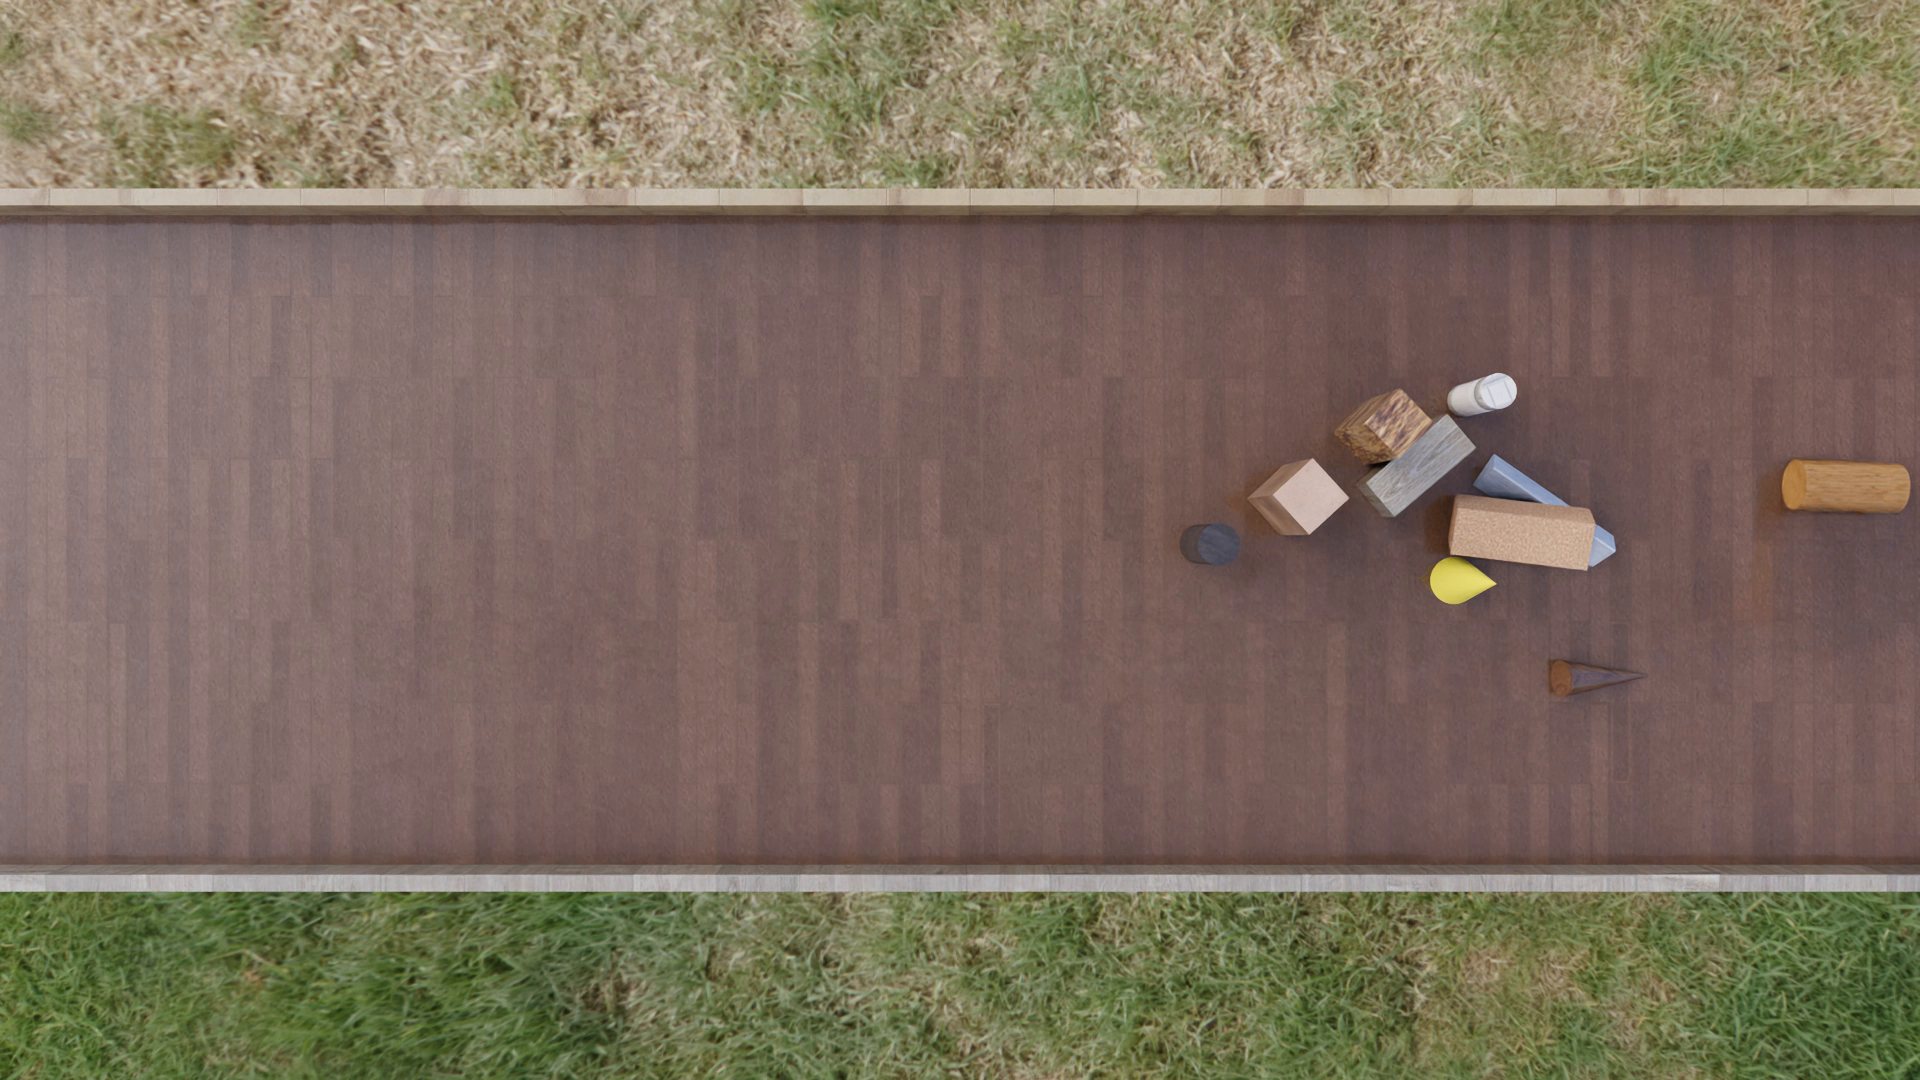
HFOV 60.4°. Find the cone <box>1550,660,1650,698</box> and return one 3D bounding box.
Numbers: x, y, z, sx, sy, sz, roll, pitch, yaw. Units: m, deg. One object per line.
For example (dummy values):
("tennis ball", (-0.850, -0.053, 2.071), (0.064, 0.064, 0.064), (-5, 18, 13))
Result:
("cone", (1.978, 0.420, 5.048), (0.303, 0.114, 0.114), (-1, 90, -11))

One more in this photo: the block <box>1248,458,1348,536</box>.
("block", (0.991, -0.123, 4.866), (0.153, 0.422, 0.153), (-42, 90, 0))

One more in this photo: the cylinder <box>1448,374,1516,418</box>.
("cylinder", (1.550, -0.429, 4.911), (0.102, 0.332, 0.102), (0, 90, 0))

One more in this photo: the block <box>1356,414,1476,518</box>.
("block", (1.382, -0.223, 5.009), (0.320, 0.134, 0.134), (-40, 90, 0))

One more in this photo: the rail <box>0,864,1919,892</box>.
("rail", (-2.247, 1.025, 5.001), (12.000, 0.150, 0.050), (0, 90, 0))

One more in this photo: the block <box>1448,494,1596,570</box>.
("block", (1.680, -0.026, 4.947), (0.390, 0.146, 0.146), (7, 110, 11))

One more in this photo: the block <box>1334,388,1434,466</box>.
("block", (1.247, -0.330, 4.874), (0.141, 0.405, 0.141), (-44, 90, 0))

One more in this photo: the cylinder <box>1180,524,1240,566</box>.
("cylinder", (0.736, 0.013, 4.881), (0.120, 0.392, 0.120), (0, 90, 0))

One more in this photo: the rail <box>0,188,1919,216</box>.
("rail", (-2.247, -1.025, 5.002), (12.000, 0.150, 0.050), (0, 90, 0))

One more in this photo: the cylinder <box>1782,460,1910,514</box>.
("cylinder", (2.684, -0.161, 5.001), (0.309, 0.151, 0.151), (3, 90, 0))

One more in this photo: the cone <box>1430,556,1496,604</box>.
("cone", (1.521, 0.124, 4.875), (0.146, 0.404, 0.146), (0, 90, 0))

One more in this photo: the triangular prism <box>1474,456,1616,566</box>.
("triangular prism", (1.794, -0.091, 5.025), (0.445, 0.098, 0.113), (35, 90, 0))
